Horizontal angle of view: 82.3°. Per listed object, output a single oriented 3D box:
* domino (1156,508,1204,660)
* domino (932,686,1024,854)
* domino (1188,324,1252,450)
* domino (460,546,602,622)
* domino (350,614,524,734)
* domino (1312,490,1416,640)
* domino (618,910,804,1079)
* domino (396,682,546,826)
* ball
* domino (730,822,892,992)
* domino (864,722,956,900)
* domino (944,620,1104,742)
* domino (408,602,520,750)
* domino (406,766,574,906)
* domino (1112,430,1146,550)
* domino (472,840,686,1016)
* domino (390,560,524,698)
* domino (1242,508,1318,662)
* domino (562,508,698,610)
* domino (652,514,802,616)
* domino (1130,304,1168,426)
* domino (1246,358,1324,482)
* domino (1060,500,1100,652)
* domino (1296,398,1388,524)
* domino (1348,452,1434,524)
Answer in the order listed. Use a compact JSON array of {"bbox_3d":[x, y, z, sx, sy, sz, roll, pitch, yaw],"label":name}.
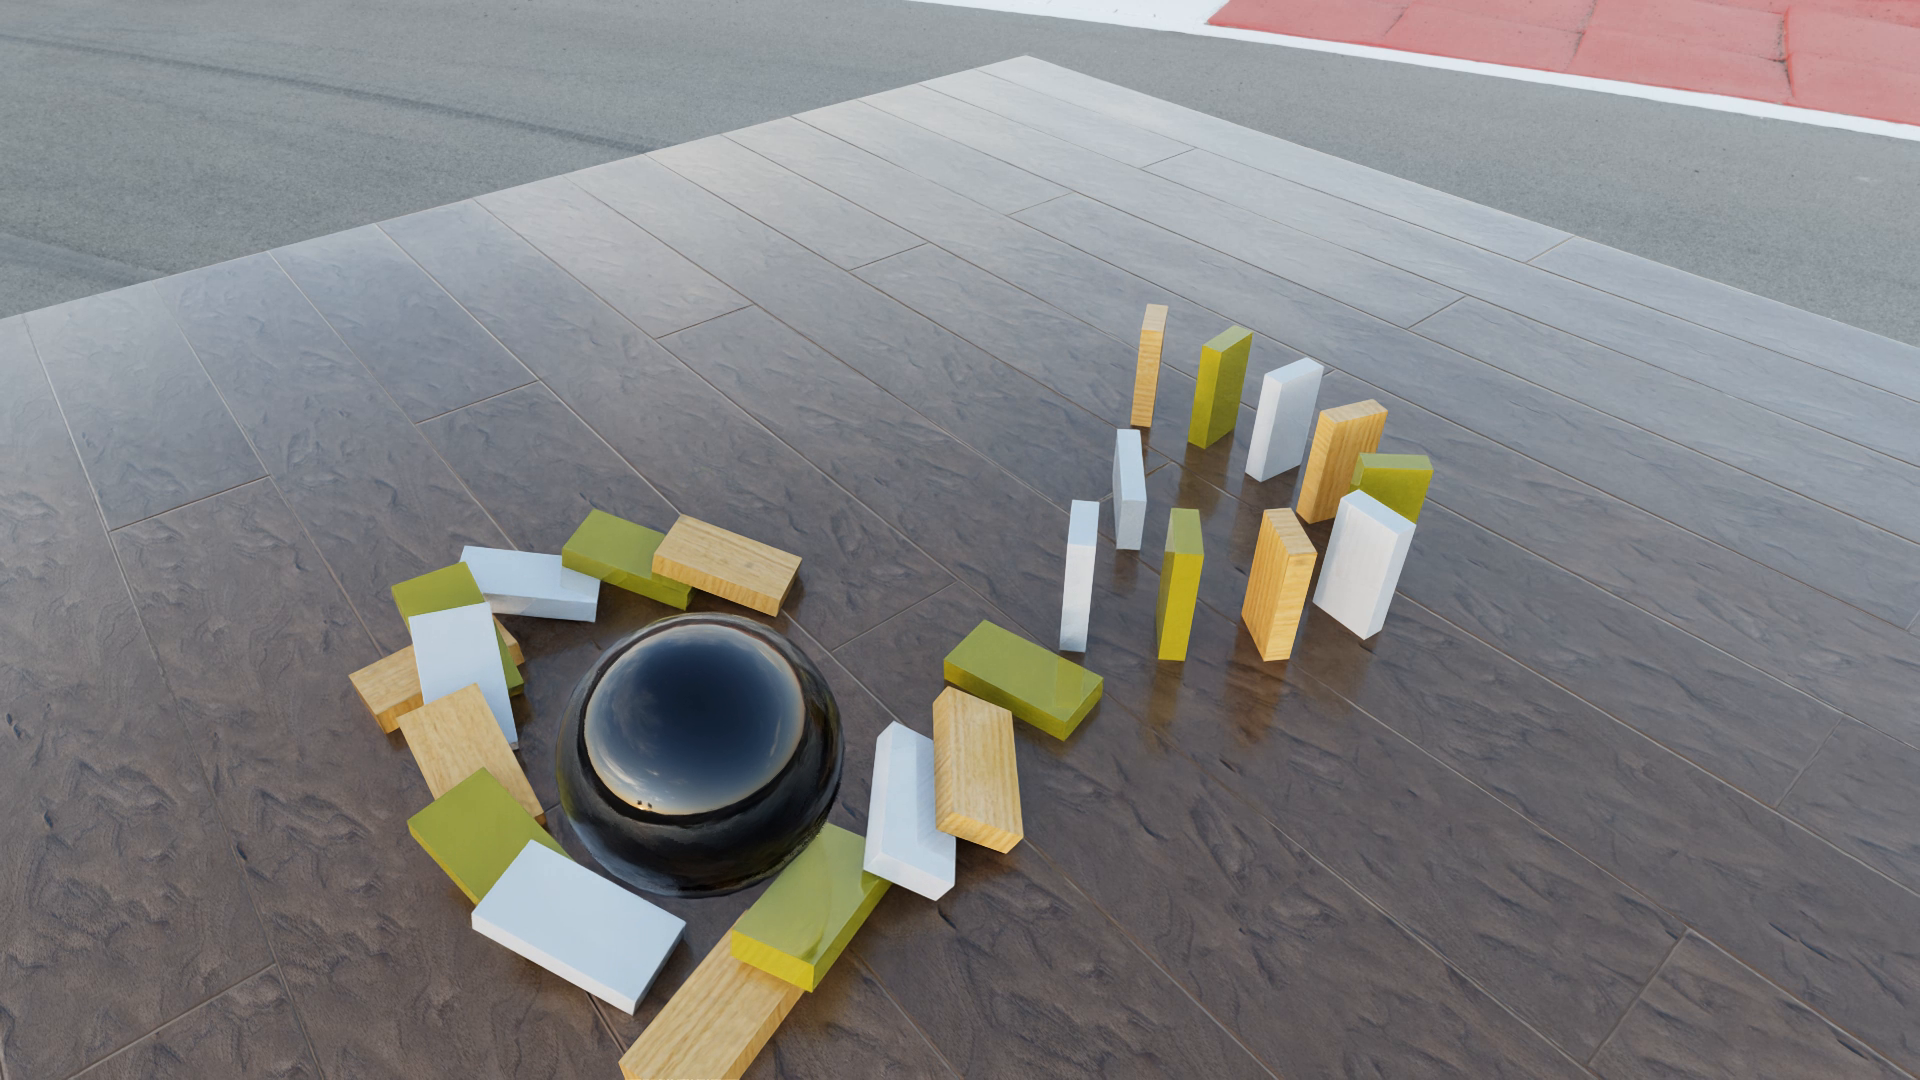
[{"bbox_3d":[0.078,0.016,0.392,0.009,0.050,0.025,3,39,4],"label":"domino"},{"bbox_3d":[0.005,0.072,0.347,0.025,0.010,0.050,25,34,-21],"label":"domino"},{"bbox_3d":[0.117,-0.069,0.495,0.010,0.050,0.025,31,49,32],"label":"domino"},{"bbox_3d":[-0.162,0.016,0.413,0.050,0.010,0.025,7,37,-16],"label":"domino"},{"bbox_3d":[-0.184,0.045,0.388,0.050,0.010,0.025,-31,48,-32],"label":"domino"},{"bbox_3d":[0.146,0.009,0.400,0.009,0.050,0.025,-23,45,-26],"label":"domino"},{"bbox_3d":[-0.062,0.125,0.291,0.025,0.009,0.050,21,44,23],"label":"domino"},{"bbox_3d":[-0.152,0.072,0.342,0.025,0.009,0.050,-26,67,-28],"label":"domino"},{"bbox_3d":[-0.073,0.061,0.314,0.080,0.080,0.080,0,39,0],"label":"ball"},{"bbox_3d":[-0.039,0.101,0.309,0.025,0.009,0.050,16,26,18],"label":"domino"},{"bbox_3d":[-0.014,0.081,0.333,0.025,0.010,0.050,30,32,-20],"label":"domino"},{"bbox_3d":[0.022,0.048,0.385,0.050,0.010,0.025,24,45,27],"label":"domino"},{"bbox_3d":[-0.165,0.047,0.365,0.025,0.009,0.050,-11,70,-24],"label":"domino"},{"bbox_3d":[-0.133,0.092,0.319,0.050,0.009,0.025,39,51,15],"label":"domino"},{"bbox_3d":[0.070,-0.022,0.458,0.010,0.025,0.050,3,39,3],"label":"domino"},{"bbox_3d":[-0.104,0.106,0.303,0.050,0.009,0.025,26,43,4],"label":"domino"},{"bbox_3d":[-0.173,0.034,0.380,0.025,0.009,0.050,-23,75,-30],"label":"domino"},{"bbox_3d":[0.113,0.016,0.392,0.009,0.050,0.025,-5,40,-6],"label":"domino"},{"bbox_3d":[-0.124,0.007,0.424,0.050,0.009,0.025,20,41,0],"label":"domino"},{"bbox_3d":[-0.089,0.009,0.421,0.050,0.010,0.025,20,41,0],"label":"domino"},{"bbox_3d":[0.088,-0.081,0.510,0.009,0.050,0.025,9,40,10],"label":"domino"},{"bbox_3d":[0.140,-0.051,0.474,0.025,0.050,0.009,-23,44,-25],"label":"domino"},{"bbox_3d":[0.043,0.013,0.395,0.009,0.050,0.025,5,40,6],"label":"domino"},{"bbox_3d":[0.156,-0.032,0.450,0.025,0.050,0.010,-14,41,-16],"label":"domino"},{"bbox_3d":[0.162,-0.010,0.423,0.025,0.050,0.010,2,39,3],"label":"domino"}]
